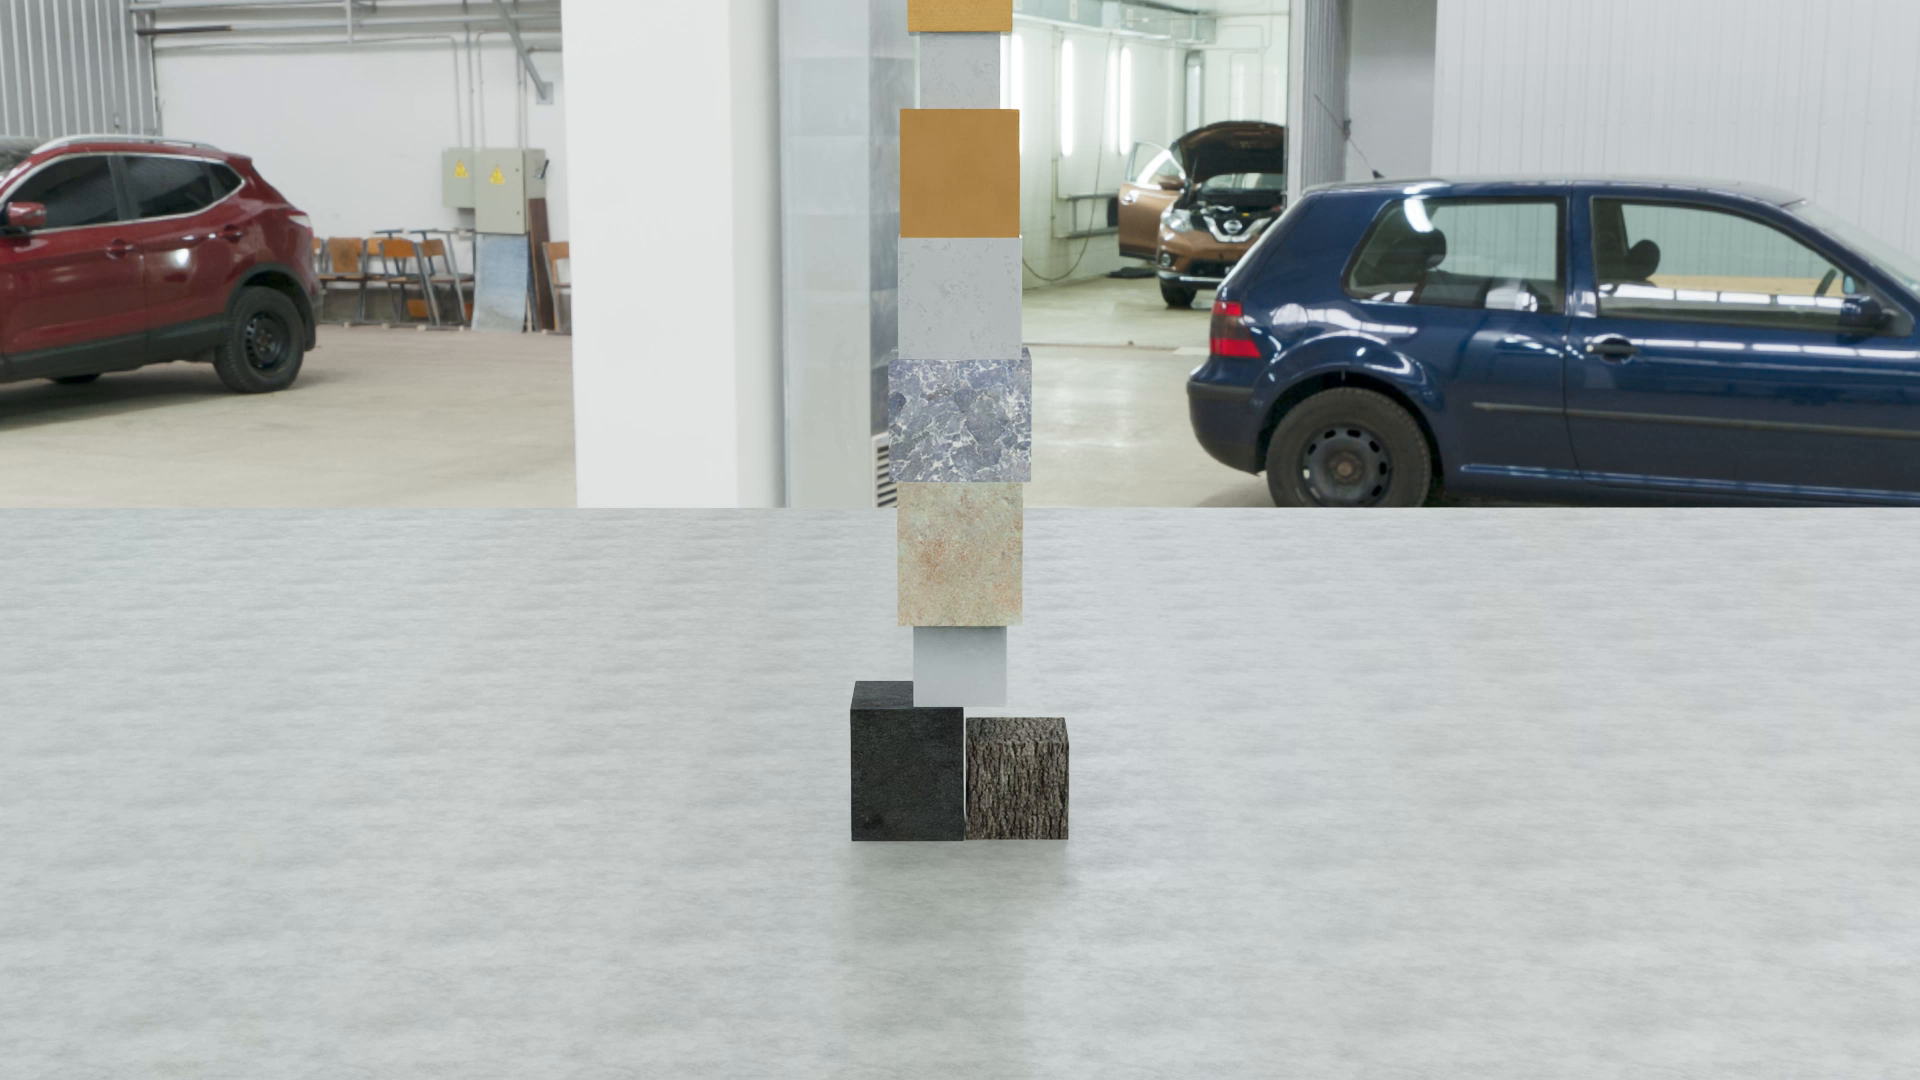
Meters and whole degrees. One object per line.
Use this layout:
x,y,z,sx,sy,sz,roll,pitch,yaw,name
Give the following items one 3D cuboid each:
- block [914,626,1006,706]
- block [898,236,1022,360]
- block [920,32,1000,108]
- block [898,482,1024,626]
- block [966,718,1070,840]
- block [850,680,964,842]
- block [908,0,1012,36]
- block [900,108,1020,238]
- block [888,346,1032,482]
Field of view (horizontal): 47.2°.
0.000,0.580,11.275,0.469,0.441,0.482,0,10,0,block
0.000,-1.224,10.963,0.600,0.587,0.630,0,10,0,block
0.000,-2.289,10.745,0.389,0.364,0.392,0,10,0,block
0.000,0.010,11.176,0.617,0.717,0.705,0,10,0,block
0.290,1.229,11.387,0.523,0.507,0.505,0,10,0,block
-0.266,1.136,11.385,0.570,0.691,0.588,0,10,0,block
0.000,-2.693,10.697,0.502,0.449,0.491,0,10,0,block
0.000,-1.814,10.858,0.575,0.611,0.635,0,10,0,block
0.000,-0.641,11.075,0.697,0.600,0.710,0,10,0,block
